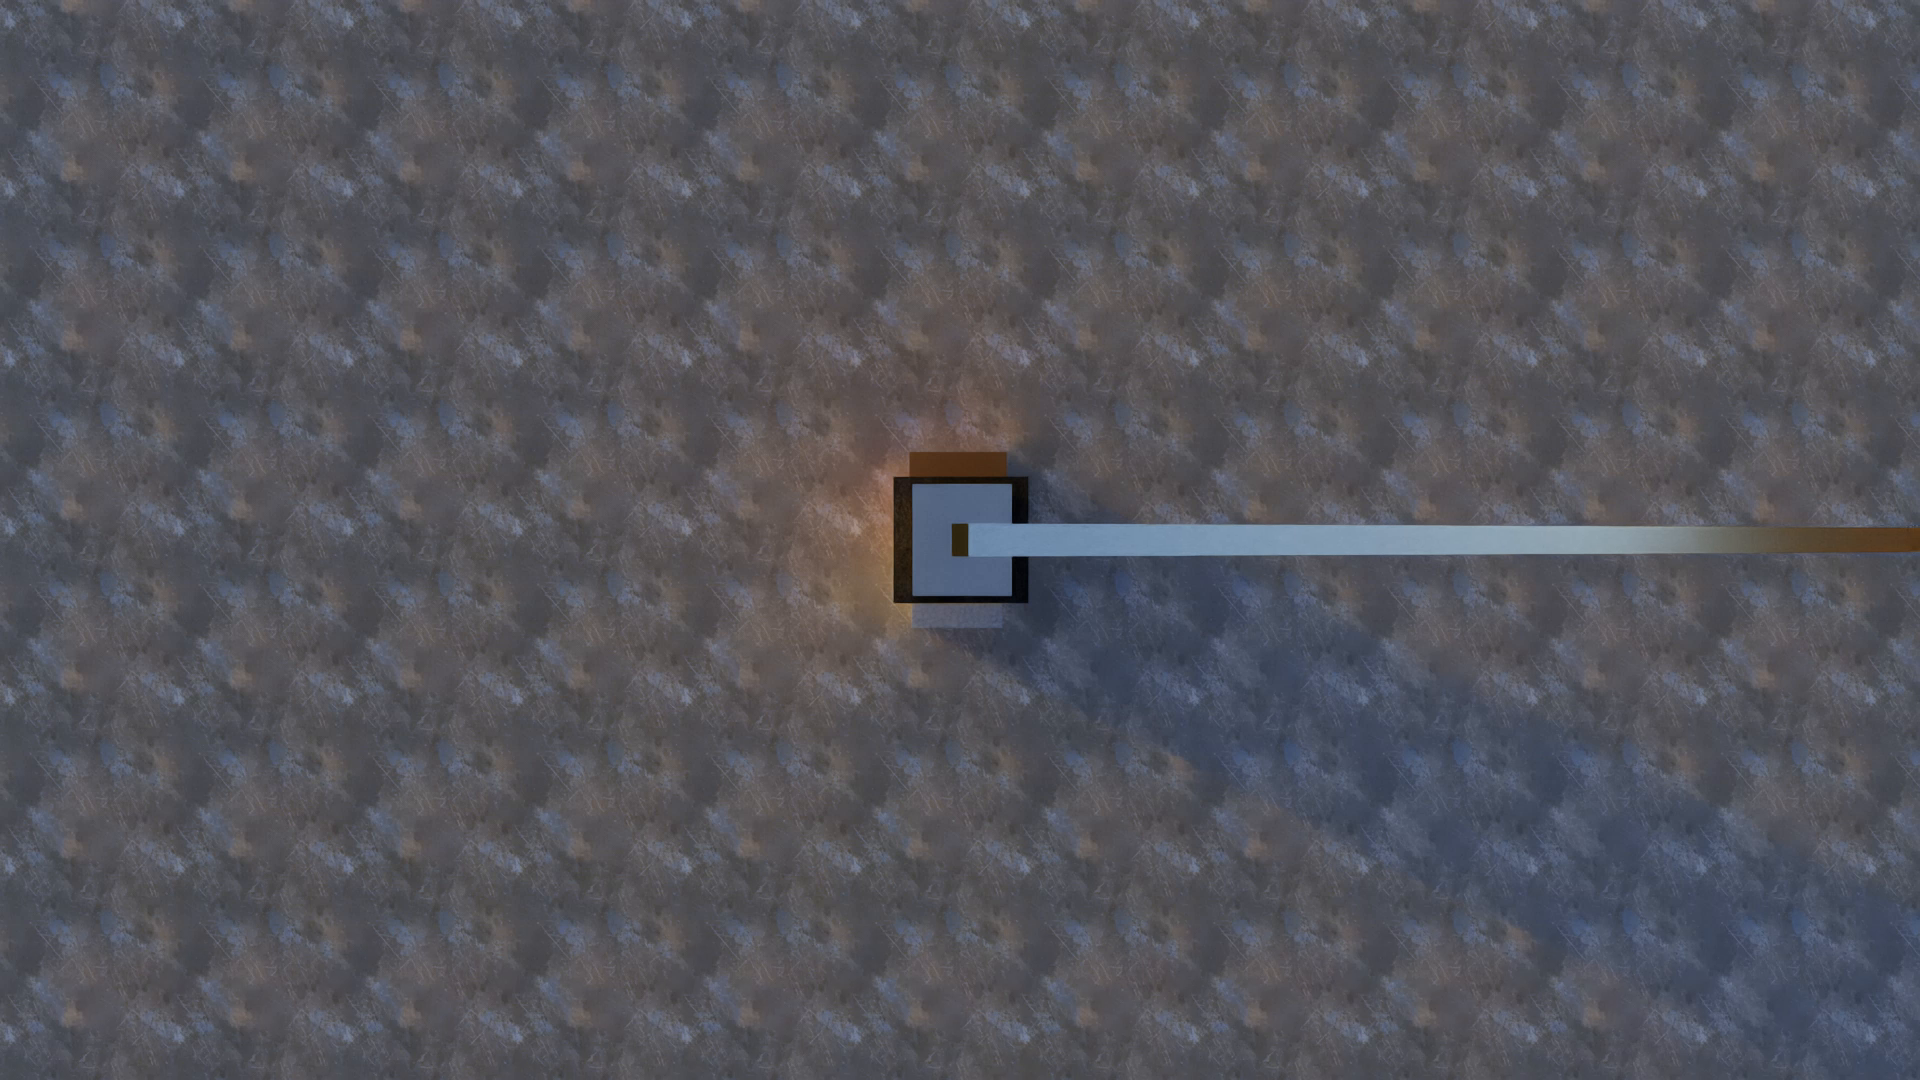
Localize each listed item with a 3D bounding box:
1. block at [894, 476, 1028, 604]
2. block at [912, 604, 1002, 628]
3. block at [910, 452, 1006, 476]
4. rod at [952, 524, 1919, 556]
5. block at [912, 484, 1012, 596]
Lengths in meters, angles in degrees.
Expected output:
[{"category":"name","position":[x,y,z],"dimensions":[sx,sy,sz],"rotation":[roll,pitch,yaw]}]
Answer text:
[{"category":"block","position":[0.004,0.000,12.106],"dimensions":[0.724,0.631,0.678],"rotation":[0,90,0]},{"category":"block","position":[-0.018,0.260,12.724],"dimensions":[0.515,0.552,0.476],"rotation":[0,90,0]},{"category":"block","position":[-0.011,-0.243,12.711],"dimensions":[0.549,0.578,0.510],"rotation":[0,90,0]},{"category":"rod","position":[2.234,0.000,6.677],"dimensions":[5.200,0.080,0.080],"rotation":[0,90,-31]},{"category":"block","position":[0.010,0.000,10.475],"dimensions":[0.463,0.462,0.522],"rotation":[0,90,0]}]
